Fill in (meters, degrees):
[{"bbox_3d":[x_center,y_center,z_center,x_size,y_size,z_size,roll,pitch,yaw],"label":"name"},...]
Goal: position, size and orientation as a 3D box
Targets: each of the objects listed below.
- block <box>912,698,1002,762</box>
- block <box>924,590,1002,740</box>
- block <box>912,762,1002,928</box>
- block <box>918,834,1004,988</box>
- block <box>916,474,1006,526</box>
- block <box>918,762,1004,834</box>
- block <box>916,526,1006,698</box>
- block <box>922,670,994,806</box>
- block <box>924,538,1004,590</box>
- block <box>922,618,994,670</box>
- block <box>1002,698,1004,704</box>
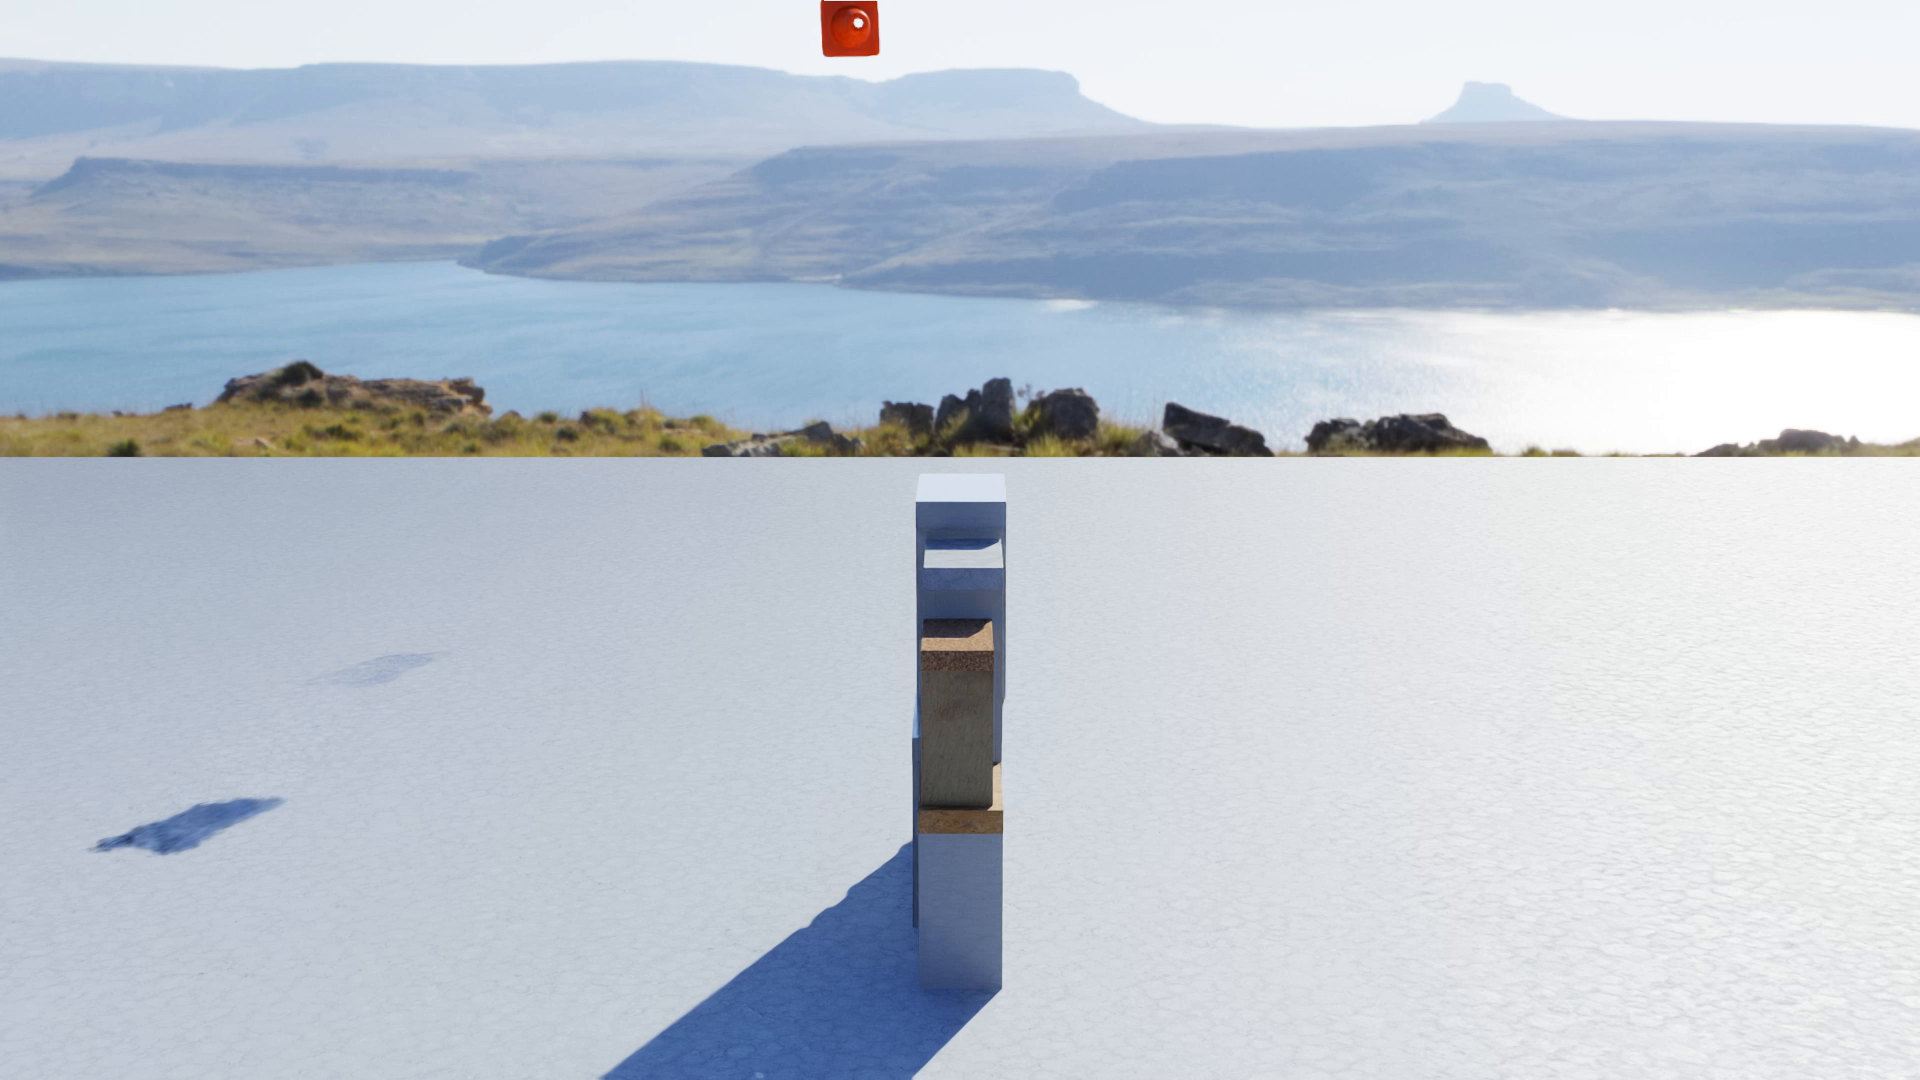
[{"bbox_3d":[-0.005,0.302,3.571,0.140,0.040,0.281,0,11,0],"label":"block"},{"bbox_3d":[0.005,0.188,3.411,0.122,0.243,0.034,0,11,0],"label":"block"},{"bbox_3d":[-0.005,0.477,3.508,0.140,0.281,0.040,0,11,0],"label":"block"},{"bbox_3d":[0.001,0.541,3.257,0.124,0.247,0.035,0,11,0],"label":"block"},{"bbox_3d":[0.003,-0.069,3.725,0.148,0.042,0.296,0,11,0],"label":"block"},{"bbox_3d":[0.001,0.387,3.313,0.124,0.035,0.247,0,11,0],"label":"block"},{"bbox_3d":[0.002,0.115,3.659,0.148,0.296,0.042,0,11,0],"label":"block"},{"bbox_3d":[-0.004,0.283,3.206,0.104,0.208,0.029,0,11,0],"label":"block"},{"bbox_3d":[0.005,0.037,3.465,0.121,0.034,0.243,0,11,0],"label":"block"},{"bbox_3d":[-0.004,0.153,3.253,0.104,0.029,0.208,0,11,0],"label":"block"},{"bbox_3d":[0.003,0.108,3.858,0.148,0.356,0.042,0,11,1],"label":"block"}]
